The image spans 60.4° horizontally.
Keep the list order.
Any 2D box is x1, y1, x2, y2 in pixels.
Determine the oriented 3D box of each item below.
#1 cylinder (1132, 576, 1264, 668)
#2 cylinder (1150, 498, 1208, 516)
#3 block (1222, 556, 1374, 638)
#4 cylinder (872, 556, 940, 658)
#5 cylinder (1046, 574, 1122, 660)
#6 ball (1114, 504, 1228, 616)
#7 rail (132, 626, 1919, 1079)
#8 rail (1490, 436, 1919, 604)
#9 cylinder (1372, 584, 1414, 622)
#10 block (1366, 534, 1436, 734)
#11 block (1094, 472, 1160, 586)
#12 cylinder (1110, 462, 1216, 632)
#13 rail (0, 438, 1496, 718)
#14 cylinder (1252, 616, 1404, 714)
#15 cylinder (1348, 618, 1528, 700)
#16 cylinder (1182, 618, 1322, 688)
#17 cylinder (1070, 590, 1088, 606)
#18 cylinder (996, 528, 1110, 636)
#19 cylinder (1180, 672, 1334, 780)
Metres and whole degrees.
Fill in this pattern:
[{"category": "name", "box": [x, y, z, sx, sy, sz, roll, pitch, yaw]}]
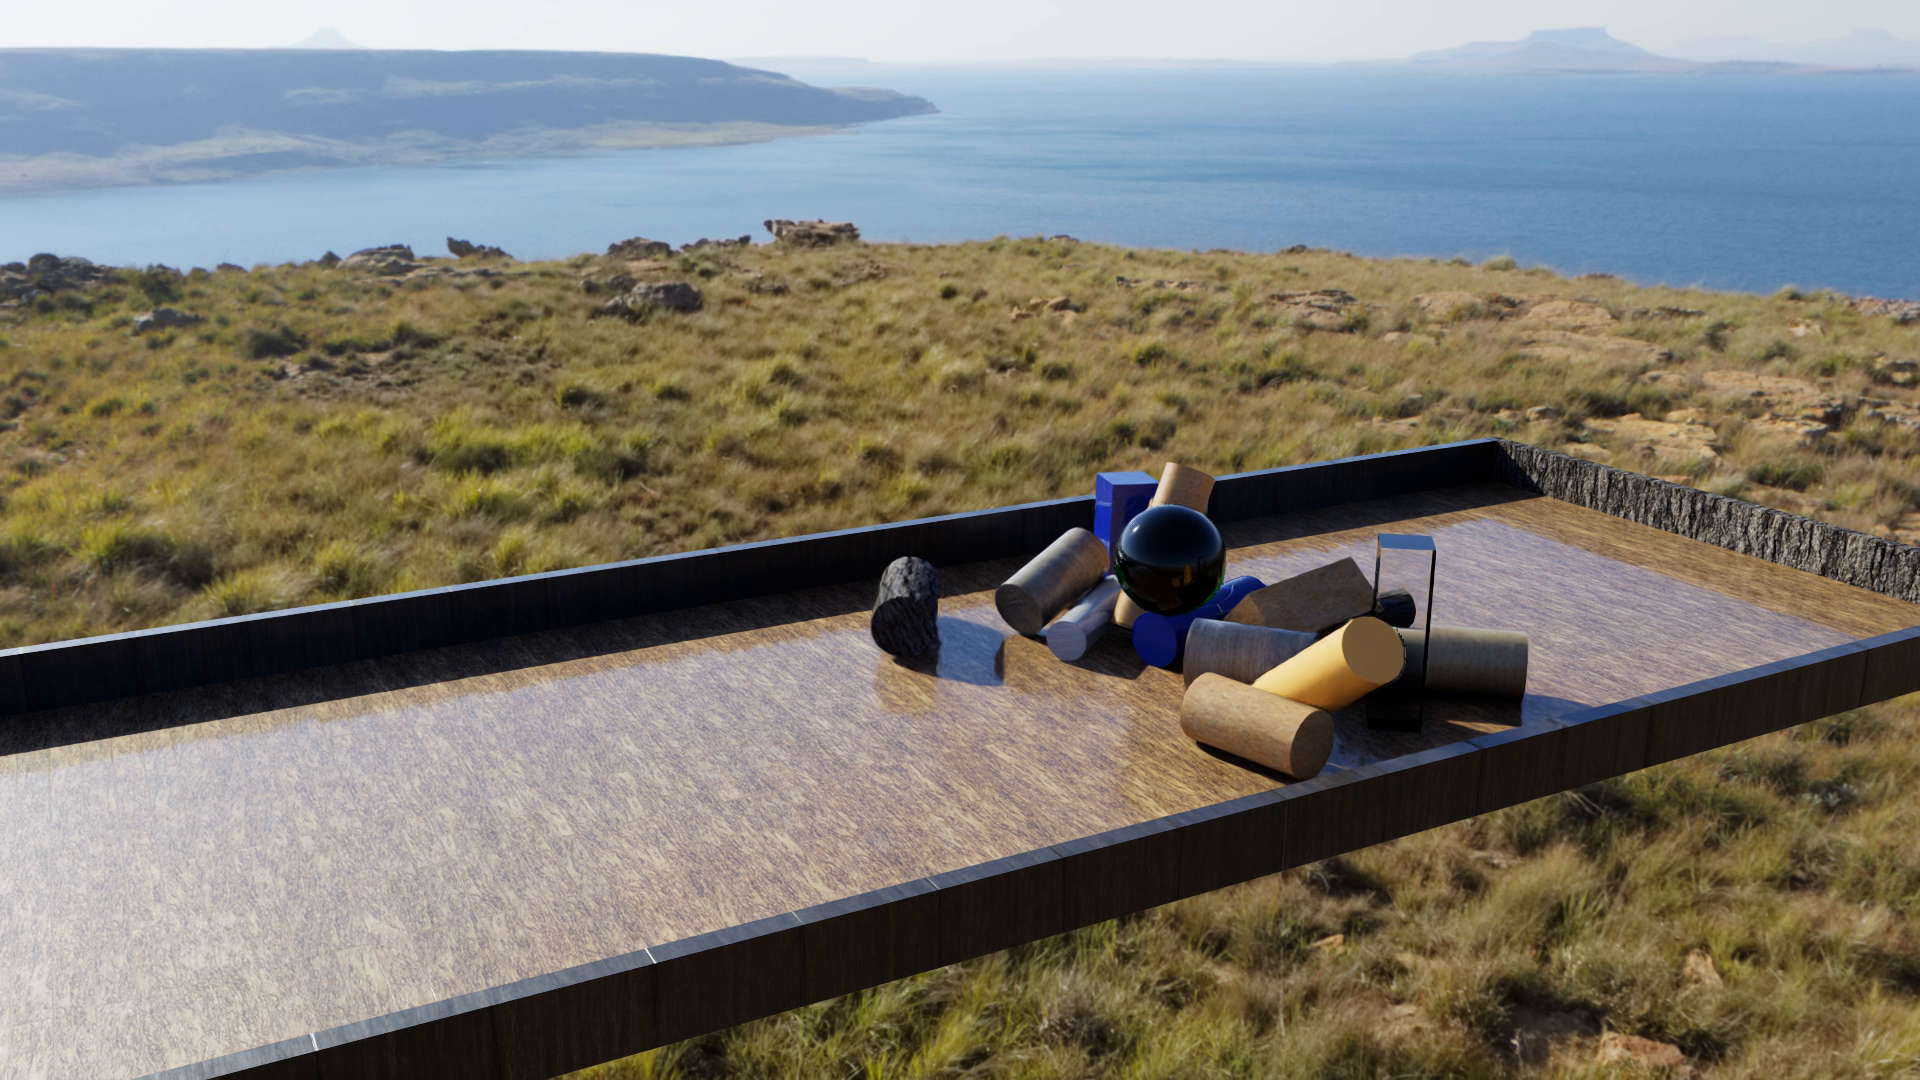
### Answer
[{"category": "cylinder", "box": [0.646, 0.212, 4.375, 0.146, 0.146, 0.431, 15, 22, 42]}, {"category": "cylinder", "box": [0.599, 0.048, 4.601, 0.161, 0.314, 0.161, 3, 9, 0]}, {"category": "block", "box": [0.883, 0.192, 4.260, 0.372, 0.155, 0.155, -16, 66, -31]}, {"category": "cylinder", "box": [-0.143, 0.176, 4.459, 0.167, 0.167, 0.358, 0, 16, 1]}, {"category": "cylinder", "box": [0.361, 0.205, 4.462, 0.110, 0.110, 0.431, 7, 18, 22]}, {"category": "ball", "box": [0.531, 0.050, 4.170, 0.284, 0.284, 0.284, 0, 16, 0]}, {"category": "rail", "box": [-2.336, 1.006, 1.665, 12.000, 0.150, 0.050, -9, 18, -27]}, {"category": "rail", "box": [2.466, -0.048, 5.253, 0.050, 0.150, 2.100, -9, 18, -27]}, {"category": "cylinder", "box": [1.025, 0.202, 4.480, 0.434, 0.107, 0.107, -7, 18, -23]}, {"category": "block", "box": [1.022, 0.216, 3.834, 0.121, 0.442, 0.121, 3, 17, 10]}, {"category": "block", "box": [0.485, -0.022, 4.838, 0.144, 0.330, 0.144, -2, 16, -14]}, {"category": "cylinder", "box": [0.542, 0.031, 4.418, 0.139, 0.457, 0.139, 20, -4, 1]}, {"category": "rail", "box": [-3.305, 0.497, 3.399, 12.000, 0.150, 0.050, -9, 18, -27]}, {"category": "cylinder", "box": [0.806, 0.306, 3.658, 0.148, 0.148, 0.422, -6, -19, -21]}, {"category": "cylinder", "box": [1.168, 0.293, 4.061, 0.420, 0.168, 0.168, 4, 17, 14]}, {"category": "cylinder", "box": [0.715, 0.298, 4.025, 0.300, 0.179, 0.179, 7, 18, 22]}, {"category": "cylinder", "box": [0.322, 0.086, 4.872, 0.107, 0.107, 0.353, 1, 16, 4]}, {"category": "cylinder", "box": [0.256, 0.112, 4.538, 0.161, 0.161, 0.312, 14, 39, 39]}, {"category": "cylinder", "box": [0.659, 0.412, 3.672, 0.159, 0.159, 0.306, -14, 22, -40]}]
